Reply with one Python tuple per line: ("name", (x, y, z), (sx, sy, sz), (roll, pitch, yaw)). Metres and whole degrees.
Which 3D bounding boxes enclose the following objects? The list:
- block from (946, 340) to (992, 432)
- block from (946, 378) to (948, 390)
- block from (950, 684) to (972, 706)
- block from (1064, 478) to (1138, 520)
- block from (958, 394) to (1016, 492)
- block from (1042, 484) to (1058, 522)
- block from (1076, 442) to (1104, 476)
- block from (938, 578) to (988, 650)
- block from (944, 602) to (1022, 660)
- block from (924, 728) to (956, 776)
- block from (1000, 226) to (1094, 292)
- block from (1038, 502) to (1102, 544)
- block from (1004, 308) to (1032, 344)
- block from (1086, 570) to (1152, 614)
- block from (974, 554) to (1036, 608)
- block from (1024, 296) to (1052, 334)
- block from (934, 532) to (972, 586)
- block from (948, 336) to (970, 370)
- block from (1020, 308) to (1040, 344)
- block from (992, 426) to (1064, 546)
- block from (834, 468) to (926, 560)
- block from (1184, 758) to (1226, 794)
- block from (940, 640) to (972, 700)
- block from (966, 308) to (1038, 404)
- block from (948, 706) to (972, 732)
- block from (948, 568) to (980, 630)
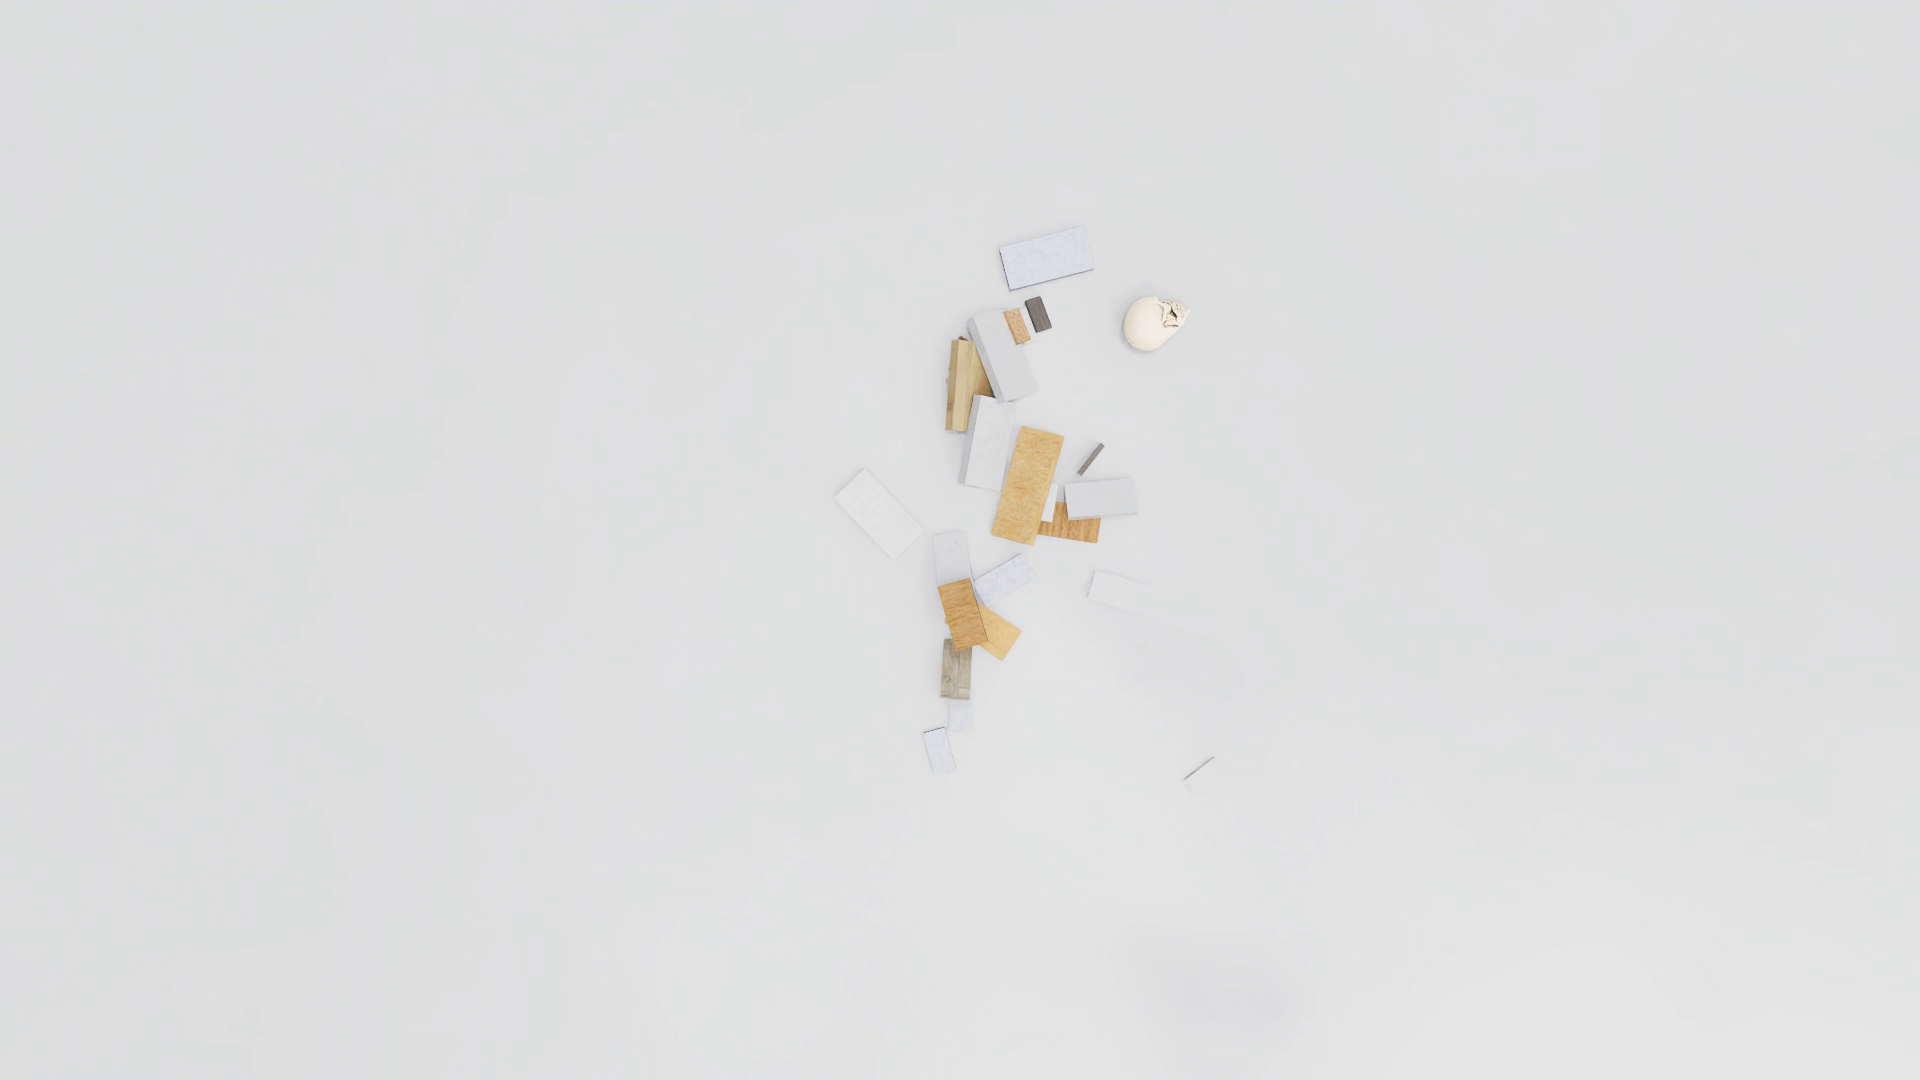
("block", (0.034, -0.503, 5.440), (0.148, 0.042, 0.295), (4, 90, -35))
("block", (-0.011, -0.482, 5.474), (0.061, 0.017, 0.122), (-6, 90, 0))
("block", (0.000, 0.475, 5.472), (0.073, 0.021, 0.147), (-1, 76, -1))
("block", (0.466, -0.134, 5.459), (0.233, 0.033, 0.117), (-5, 73, -4))
("block", (0.090, -0.319, 5.440), (0.148, 0.042, 0.295), (10, 90, -35))
("block", (0.283, -0.126, 5.458), (0.063, 0.018, 0.126), (10, 87, 0))
("block", (0.432, -0.266, 5.469), (0.018, 0.063, 0.126), (38, 90, 0))
("block", (0.009, 0.242, 5.385), (0.109, 0.031, 0.218), (-16, 89, 5))
("block", (0.076, 0.289, 5.466), (0.233, 0.033, 0.117), (33, 82, 5))
("block", (-0.068, 0.704, 5.490), (0.073, 0.021, 0.147), (-15, 90, 0))
("block", (0.287, -0.933, 5.480), (0.287, 0.041, 0.144), (-14, 90, 0))
("block", (0.349, -0.064, 5.483), (0.233, 0.033, 0.117), (9, 90, 0))
("block", (0.190, -0.708, 5.461), (0.057, 0.016, 0.113), (-22, 90, -34))
("block", (0.529, 0.174, 5.486), (0.193, 0.027, 0.096), (17, 90, 0))
("block", (0.147, 0.134, 5.486), (0.193, 0.027, 0.096), (-30, 90, 0))
("block", (0.260, -0.750, 5.483), (0.057, 0.016, 0.113), (-20, 90, -20))
("block", (-0.022, 0.086, 5.449), (0.109, 0.031, 0.218), (-8, 73, 6))
("block", (0.004, -0.607, 5.453), (0.061, 0.017, 0.121), (26, 75, -33))
("block", (0.221, -0.714, 5.492), (0.057, 0.016, 0.113), (-21, 90, 0))
("block", (0.224, -0.179, 5.448), (0.144, 0.041, 0.375), (16, 90, 29))
("block", (-0.267, -0.084, 5.480), (0.144, 0.041, 0.287), (-44, 90, 0))
("block", (0.816, 0.786, 5.491), (0.126, 0.018, 0.063), (-37, 90, 0))
("block", (-0.012, 0.429, 5.454), (0.096, 0.027, 0.193), (4, 70, 0))
("block", (0.140, -0.608, 5.441), (0.148, 0.042, 0.295), (-21, 90, -35))
("block", (0.002, 0.564, 5.490), (0.073, 0.021, 0.147), (2, 90, 0))
("block", (0.001, 0.195, 5.447), (0.109, 0.031, 0.218), (-13, 73, 5))
